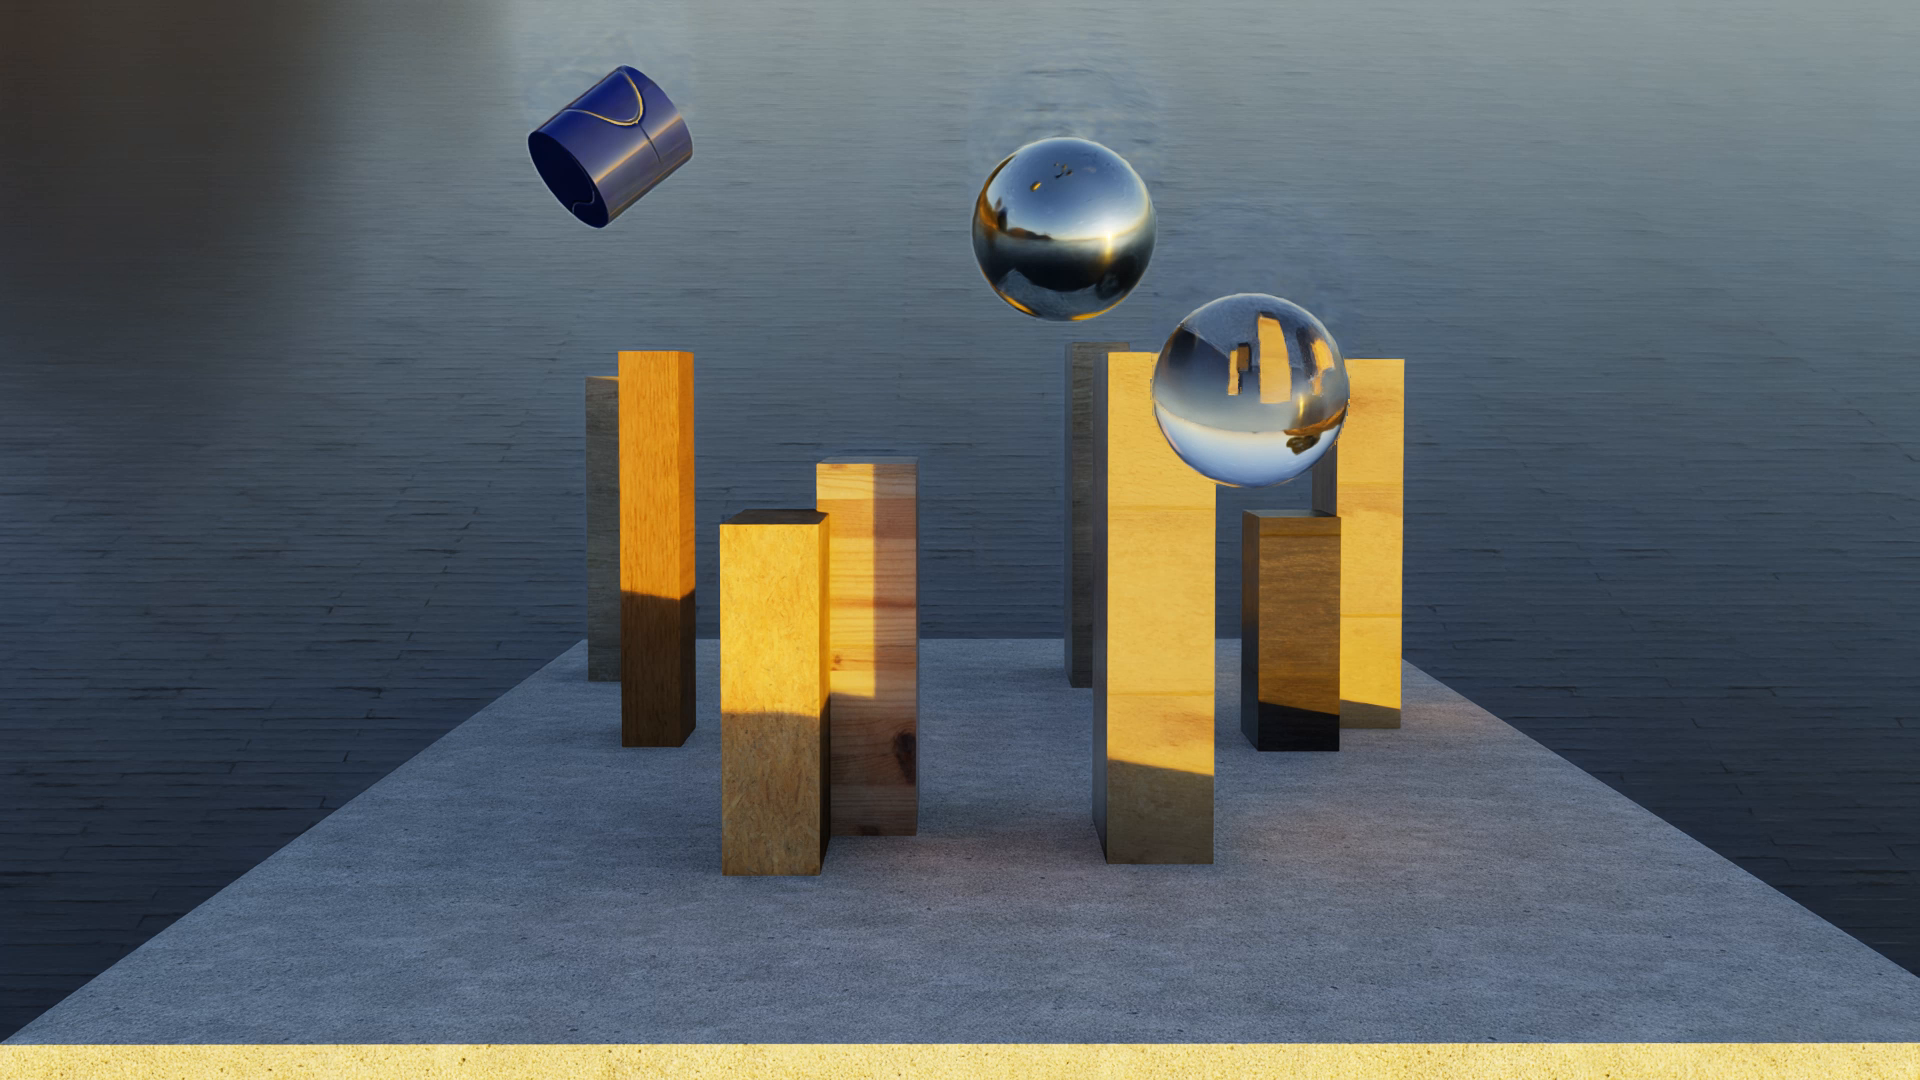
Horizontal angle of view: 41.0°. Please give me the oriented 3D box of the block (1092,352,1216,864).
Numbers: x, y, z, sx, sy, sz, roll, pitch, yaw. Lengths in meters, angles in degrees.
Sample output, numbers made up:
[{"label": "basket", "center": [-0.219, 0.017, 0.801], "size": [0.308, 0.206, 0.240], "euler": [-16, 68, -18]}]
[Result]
[{"label": "block", "center": [0.271, 0.082, 3.646], "size": [0.144, 0.691, 0.377], "euler": [0, 4, 0]}]

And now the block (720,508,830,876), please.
[{"label": "block", "center": [-0.251, 0.199, 3.594], "size": [0.129, 0.465, 0.418], "euler": [0, 4, 0]}]

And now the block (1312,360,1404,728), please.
[{"label": "block", "center": [0.768, -0.002, 4.985], "size": [0.123, 0.694, 0.337], "euler": [0, 4, 0]}]

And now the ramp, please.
[{"label": "ramp", "center": [0.047, 0.424, 4.534], "size": [2.000, 0.100, 4.000], "euler": [0, 4, 0]}]

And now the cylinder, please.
[{"label": "cylinder", "center": [-0.341, -0.384, 2.511], "size": [0.113, 0.113, 0.113], "euler": [-42, 38, -22]}]

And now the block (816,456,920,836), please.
[{"label": "block", "center": [-0.134, 0.147, 3.863], "size": [0.141, 0.536, 0.366], "euler": [0, 4, 0]}]

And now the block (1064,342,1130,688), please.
[{"label": "block", "center": [0.299, -0.064, 5.654], "size": [0.120, 0.737, 0.390], "euler": [0, 4, 0]}]

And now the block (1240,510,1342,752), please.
[{"label": "block", "center": [0.598, 0.158, 4.662], "size": [0.143, 0.415, 0.274], "euler": [0, 4, 0]}]

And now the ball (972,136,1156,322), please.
[{"label": "ball", "center": [0.106, -0.316, 2.612], "size": [0.187, 0.187, 0.187], "euler": [0, 20, 0]}]

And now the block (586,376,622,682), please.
[{"label": "block", "center": [-0.770, -0.030, 5.705], "size": [0.084, 0.664, 0.242], "euler": [0, 4, 0]}]

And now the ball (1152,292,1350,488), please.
[{"label": "ball", "center": [0.294, -0.151, 2.604], "size": [0.198, 0.198, 0.198], "euler": [0, 20, 0]}]

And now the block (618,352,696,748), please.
[{"label": "block", "center": [-0.553, 0.010, 4.711], "size": [0.106, 0.707, 0.271], "euler": [0, 4, 0]}]
